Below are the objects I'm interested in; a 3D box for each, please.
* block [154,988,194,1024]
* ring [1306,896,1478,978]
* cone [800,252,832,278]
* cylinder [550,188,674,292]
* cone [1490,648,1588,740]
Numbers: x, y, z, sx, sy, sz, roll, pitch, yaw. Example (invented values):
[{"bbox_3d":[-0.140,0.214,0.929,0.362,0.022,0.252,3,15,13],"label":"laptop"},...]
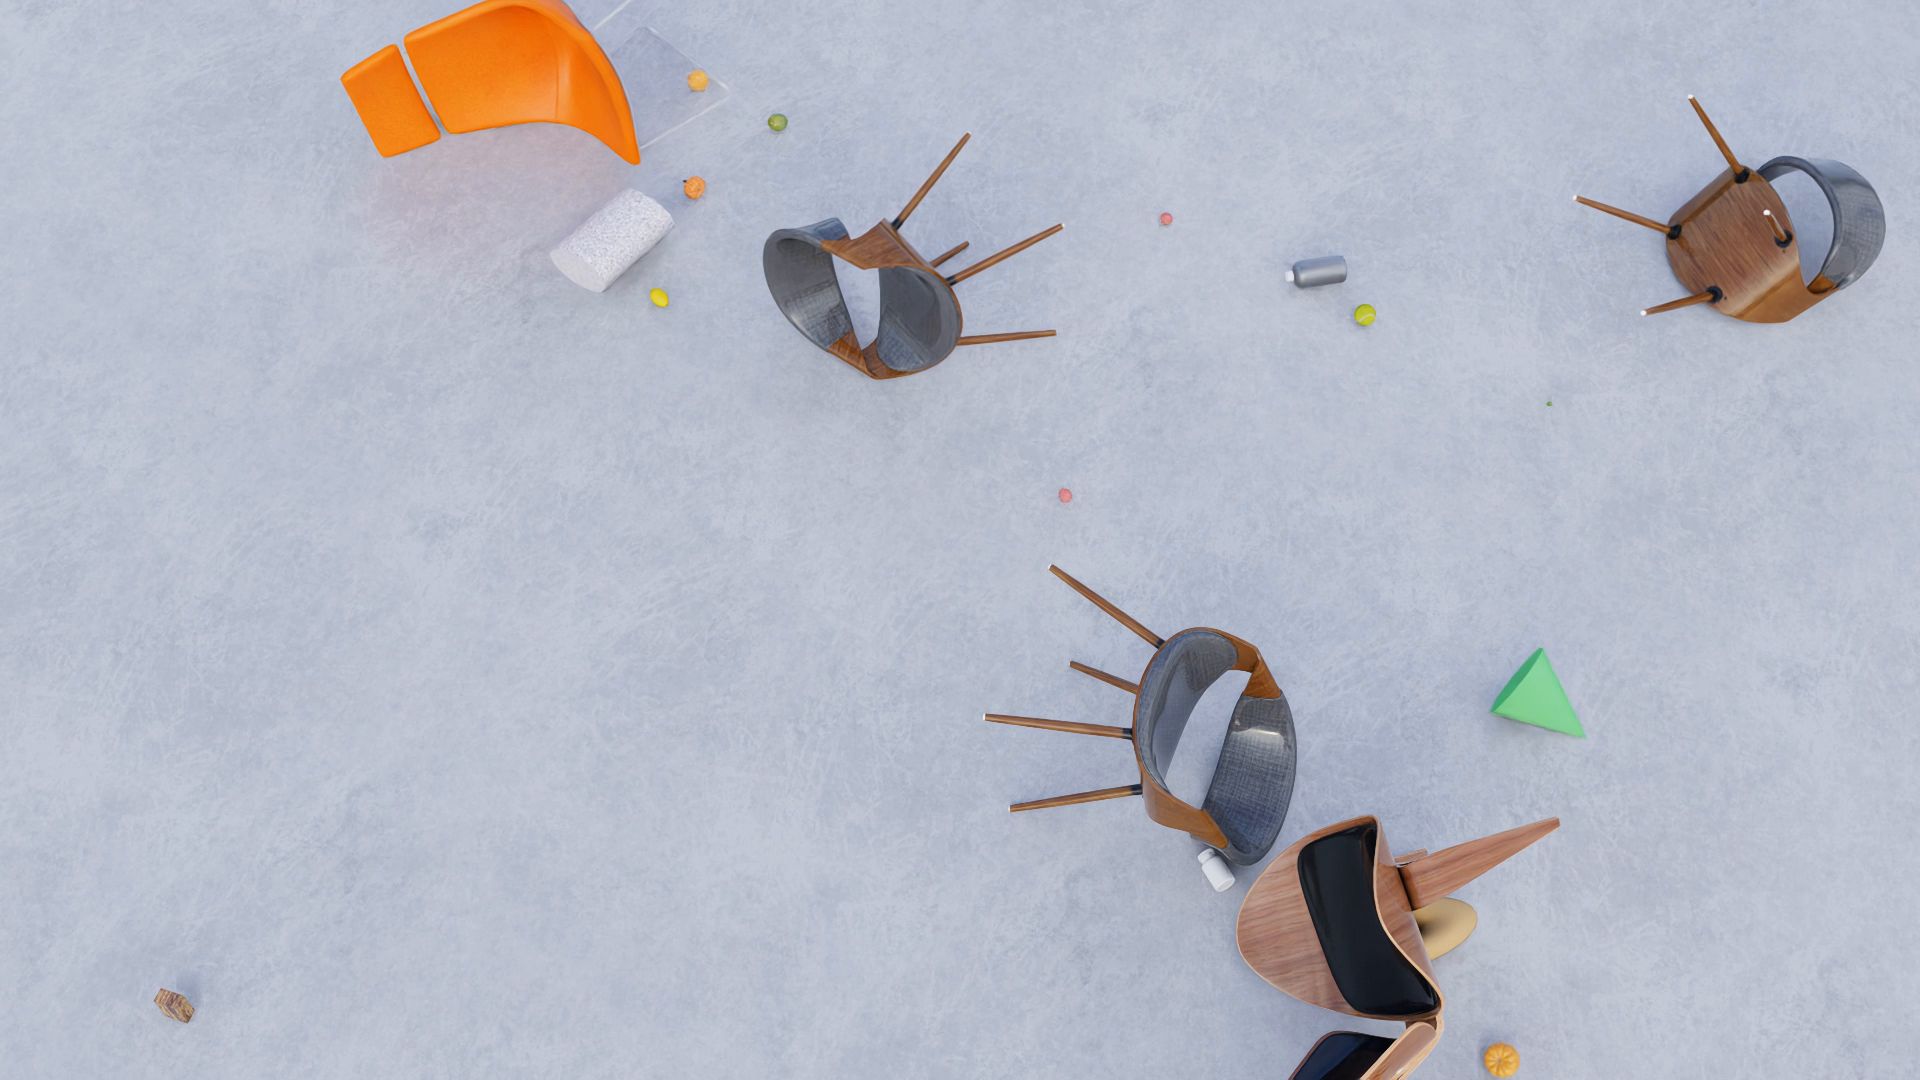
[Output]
[{"bbox_3d":[-2.037,1.208,5.702,0.066,0.102,0.038,15,57,10],"label":"block"},{"bbox_3d":[1.140,1.049,5.807,0.483,0.108,0.184,-13,56,-8],"label":"ring"},{"bbox_3d":[-0.481,-0.879,7.138,0.119,0.107,0.067,31,100,23],"label":"cone"},{"bbox_3d":[-1.127,-0.973,7.132,0.246,0.154,0.331,26,59,30],"label":"cylinder"},{"bbox_3d":[1.670,0.479,6.206,0.256,0.159,0.251,40,68,4],"label":"cone"}]
